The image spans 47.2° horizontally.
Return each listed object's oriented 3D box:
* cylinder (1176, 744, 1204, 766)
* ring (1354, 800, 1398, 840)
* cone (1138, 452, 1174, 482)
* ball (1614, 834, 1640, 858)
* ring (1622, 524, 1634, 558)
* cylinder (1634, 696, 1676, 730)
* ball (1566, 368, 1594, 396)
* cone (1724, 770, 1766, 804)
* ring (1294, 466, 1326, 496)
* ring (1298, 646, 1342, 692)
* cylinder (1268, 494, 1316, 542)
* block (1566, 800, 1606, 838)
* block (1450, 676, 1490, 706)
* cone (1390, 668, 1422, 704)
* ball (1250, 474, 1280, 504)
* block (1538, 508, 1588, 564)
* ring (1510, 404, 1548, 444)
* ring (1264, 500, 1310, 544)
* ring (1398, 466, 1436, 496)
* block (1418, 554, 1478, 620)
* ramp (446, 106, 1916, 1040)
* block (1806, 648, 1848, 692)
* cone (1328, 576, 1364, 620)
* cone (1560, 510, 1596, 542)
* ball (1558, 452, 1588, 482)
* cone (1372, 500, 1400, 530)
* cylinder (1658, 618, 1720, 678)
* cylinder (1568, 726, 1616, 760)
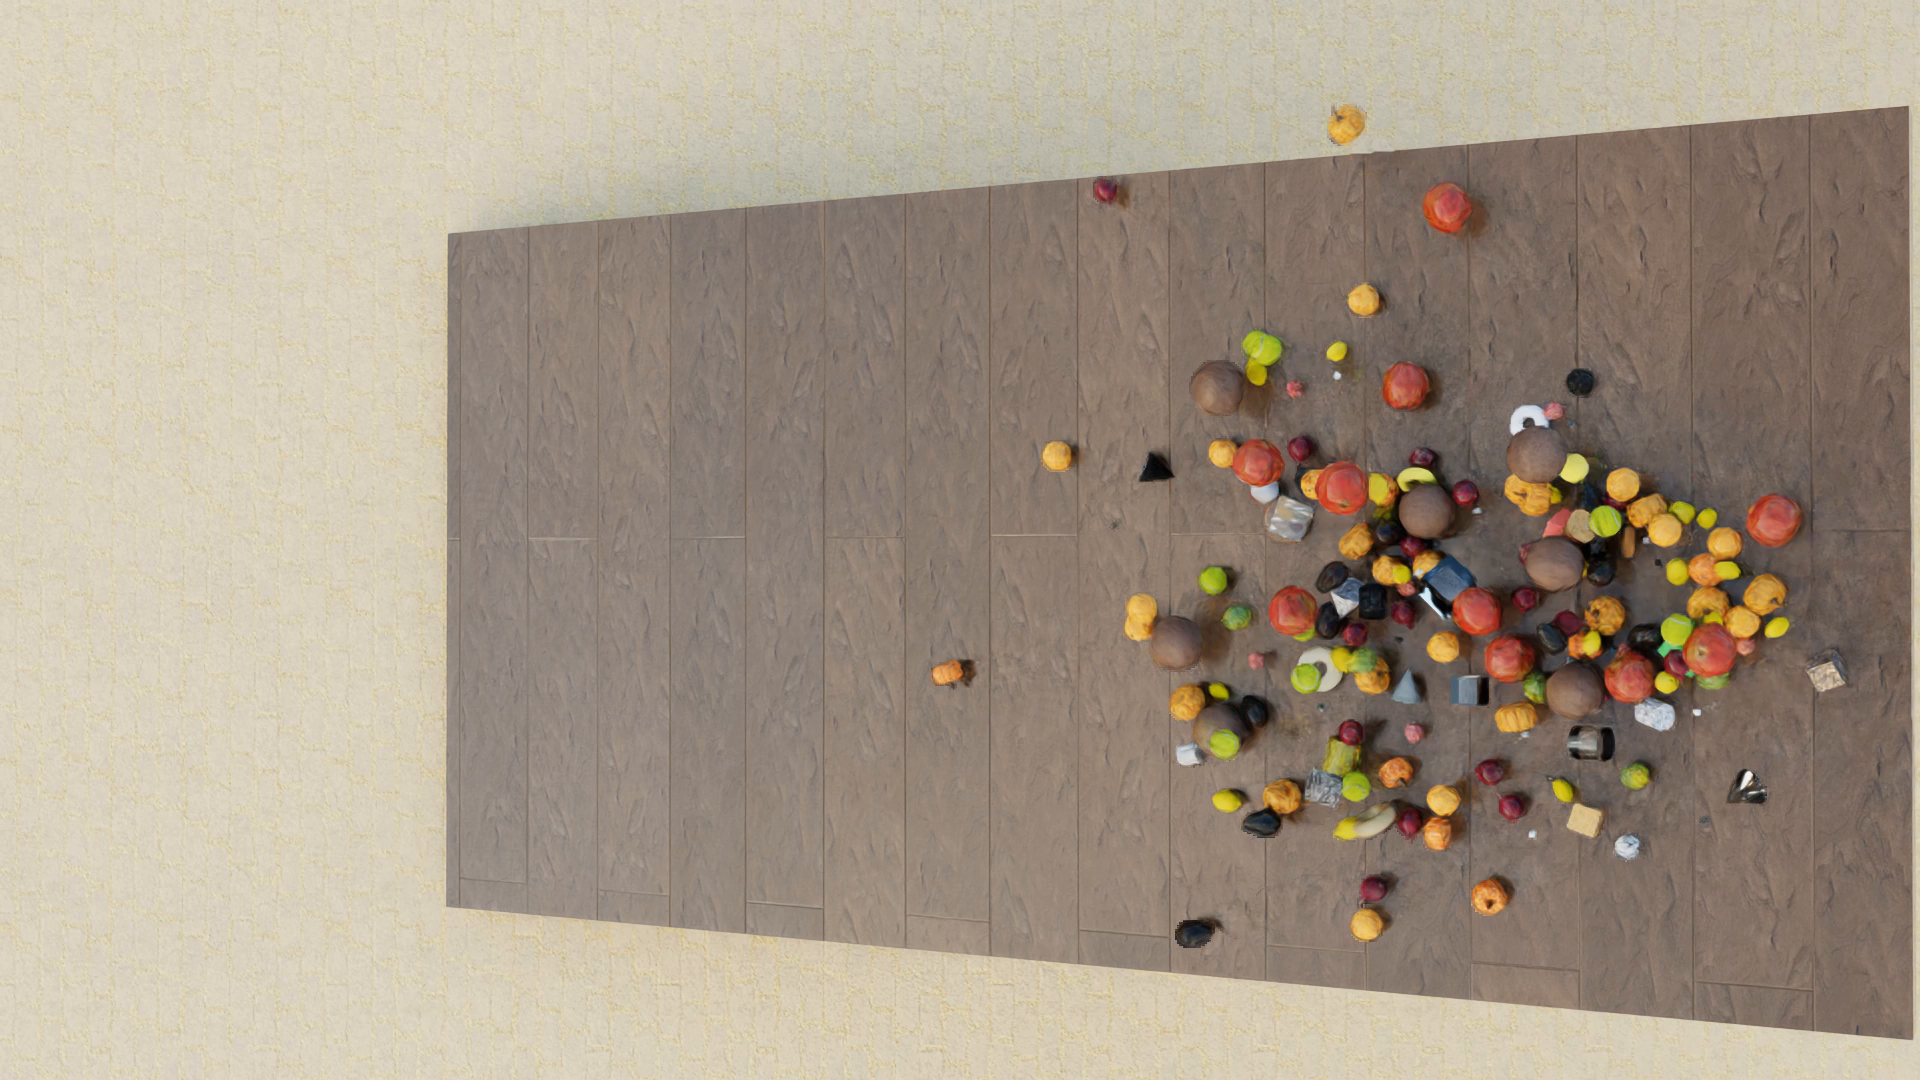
[{"bbox_3d":[0.568,0.528,5.421,0.051,0.051,0.051,-7,89,31],"label":"cylinder"},{"bbox_3d":[0.975,0.657,5.163,0.114,0.114,0.038,-39,102,0],"label":"ring"},{"bbox_3d":[0.497,-0.169,5.476,0.081,0.081,0.081,19,89,-1],"label":"cone"},{"bbox_3d":[1.500,0.689,4.942,0.054,0.054,0.054,0,89,0],"label":"ball"},{"bbox_3d":[1.499,0.001,4.935,0.027,0.080,0.080,1,89,15],"label":"ring"},{"bbox_3d":[1.547,0.386,4.896,0.062,0.062,0.062,-5,104,-20],"label":"cylinder"},{"bbox_3d":[1.408,-0.358,4.996,0.062,0.062,0.062,0,89,0],"label":"ball"},{"bbox_3d":[1.713,0.562,4.844,0.082,0.082,0.082,16,51,-21],"label":"cone"},{"bbox_3d":[0.841,-0.141,5.287,0.080,0.027,0.080,16,131,19],"label":"ring"},{"bbox_3d":[0.865,0.310,5.281,0.112,0.037,0.112,0,89,24],"label":"ring"},{"bbox_3d":[0.750,-0.050,4.975,0.085,0.085,0.085,20,99,0],"label":"cylinder"},{"bbox_3d":[1.419,0.631,4.981,0.060,0.060,0.060,20,98,26],"label":"block"},{"bbox_3d":[1.182,0.349,5.097,0.064,0.064,0.064,3,91,39],"label":"block"},{"bbox_3d":[1.050,0.336,5.157,0.074,0.074,0.074,2,105,0],"label":"cone"},{"bbox_3d":[0.740,-0.123,5.331,0.070,0.070,0.070,0,89,0],"label":"ball"},{"bbox_3d":[1.376,-0.008,4.986,0.080,0.080,0.080,30,130,28],"label":"block"},{"bbox_3d":[1.311,-0.267,5.063,0.089,0.030,0.089,-1,88,28],"label":"ring"},{"bbox_3d":[0.790,-0.047,5.311,0.113,0.038,0.113,1,96,6],"label":"ring"},{"bbox_3d":[1.072,-0.137,5.157,0.091,0.091,0.030,21,53,0],"label":"ring"},{"bbox_3d":[1.126,0.109,5.076,0.090,0.090,0.090,-38,65,-15],"label":"block"},{"bbox_3d":[0.278,0.079,5.662,4.000,0.100,2.000,0,89,27],"label":"ramp"},{"bbox_3d":[1.868,0.280,4.736,0.059,0.059,0.059,-26,103,39],"label":"block"},{"bbox_3d":[0.919,0.156,5.252,0.098,0.098,0.098,8,124,0],"label":"cone"},{"bbox_3d":[1.365,-0.023,4.911,0.075,0.075,0.075,6,76,-23],"label":"cone"},{"bbox_3d":[1.376,-0.162,4.933,0.067,0.067,0.067,0,89,0],"label":"ball"},{"bbox_3d":[1.023,-0.050,5.208,0.066,0.066,0.066,-38,101,0],"label":"cone"},{"bbox_3d":[1.612,0.237,4.866,0.095,0.095,0.095,36,106,0],"label":"cylinder"},{"bbox_3d":[1.421,0.457,4.951,0.076,0.076,0.076,0,89,-43],"label":"cylinder"}]
